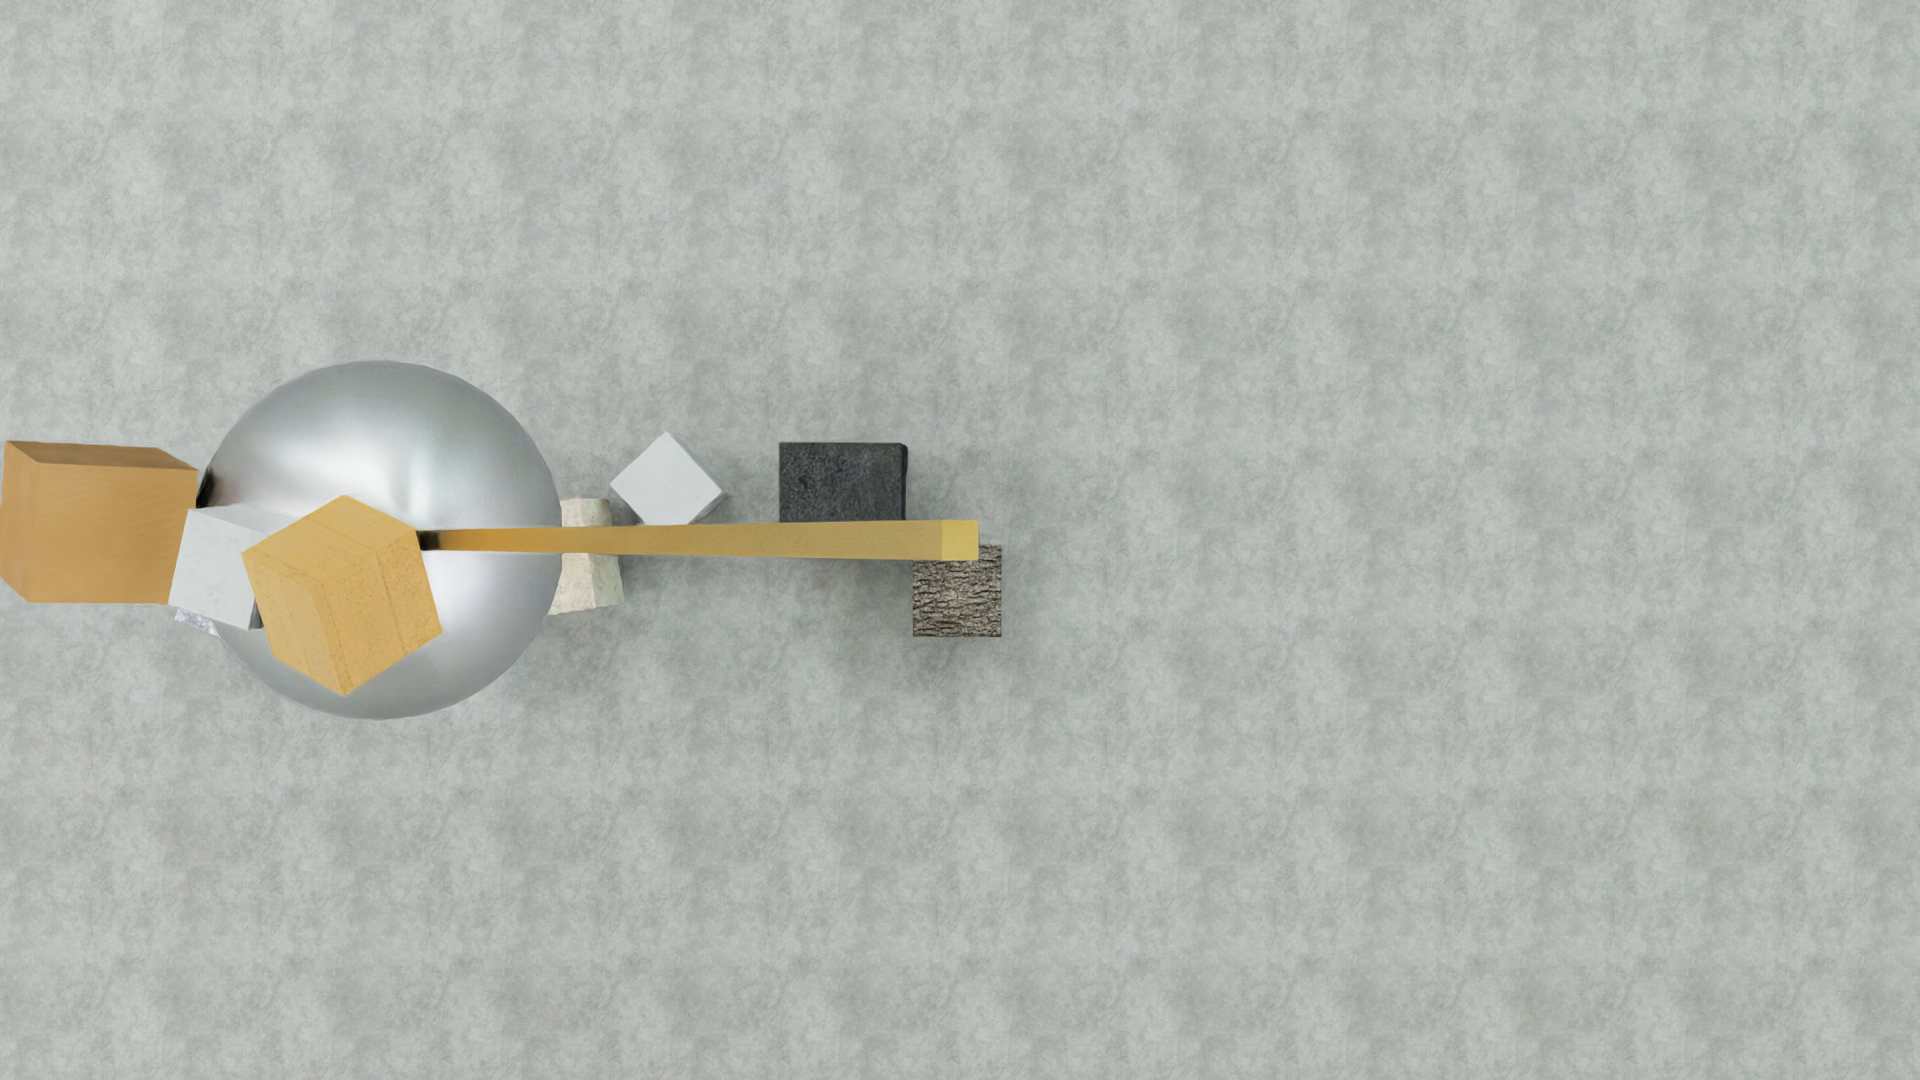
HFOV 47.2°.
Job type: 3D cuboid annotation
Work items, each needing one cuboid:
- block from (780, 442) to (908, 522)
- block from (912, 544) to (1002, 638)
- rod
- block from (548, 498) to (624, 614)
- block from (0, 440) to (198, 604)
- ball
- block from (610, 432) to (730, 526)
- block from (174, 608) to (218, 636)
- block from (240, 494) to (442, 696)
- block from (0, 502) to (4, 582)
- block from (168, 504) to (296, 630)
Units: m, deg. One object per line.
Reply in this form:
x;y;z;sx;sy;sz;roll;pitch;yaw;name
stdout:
-0.667;-0.264;12.698;0.691;0.588;0.570;1;90;1;block
-0.016;0.290;12.747;0.505;0.507;0.523;0;90;0;block
-1.112;0.000;6.674;0.080;5.200;0.080;0;90;-25;rod
-2.401;0.122;12.622;0.717;0.705;0.617;-9;90;4;block
-3.663;-0.077;9.326;0.635;0.611;0.575;2;100;-36;block
-2.565;0.000;9.748;1.600;1.600;1.600;0;90;0;ball
-1.676;-0.299;12.759;0.441;0.482;0.469;-43;90;0;block
-3.984;0.229;12.645;0.600;0.710;0.697;21;90;0;block
-2.406;0.209;8.584;0.449;0.491;0.502;21;132;35;block
-5.503;-0.011;11.797;0.587;0.630;0.600;28;67;8;block
-2.858;0.103;8.799;0.364;0.392;0.389;17;98;13;block
